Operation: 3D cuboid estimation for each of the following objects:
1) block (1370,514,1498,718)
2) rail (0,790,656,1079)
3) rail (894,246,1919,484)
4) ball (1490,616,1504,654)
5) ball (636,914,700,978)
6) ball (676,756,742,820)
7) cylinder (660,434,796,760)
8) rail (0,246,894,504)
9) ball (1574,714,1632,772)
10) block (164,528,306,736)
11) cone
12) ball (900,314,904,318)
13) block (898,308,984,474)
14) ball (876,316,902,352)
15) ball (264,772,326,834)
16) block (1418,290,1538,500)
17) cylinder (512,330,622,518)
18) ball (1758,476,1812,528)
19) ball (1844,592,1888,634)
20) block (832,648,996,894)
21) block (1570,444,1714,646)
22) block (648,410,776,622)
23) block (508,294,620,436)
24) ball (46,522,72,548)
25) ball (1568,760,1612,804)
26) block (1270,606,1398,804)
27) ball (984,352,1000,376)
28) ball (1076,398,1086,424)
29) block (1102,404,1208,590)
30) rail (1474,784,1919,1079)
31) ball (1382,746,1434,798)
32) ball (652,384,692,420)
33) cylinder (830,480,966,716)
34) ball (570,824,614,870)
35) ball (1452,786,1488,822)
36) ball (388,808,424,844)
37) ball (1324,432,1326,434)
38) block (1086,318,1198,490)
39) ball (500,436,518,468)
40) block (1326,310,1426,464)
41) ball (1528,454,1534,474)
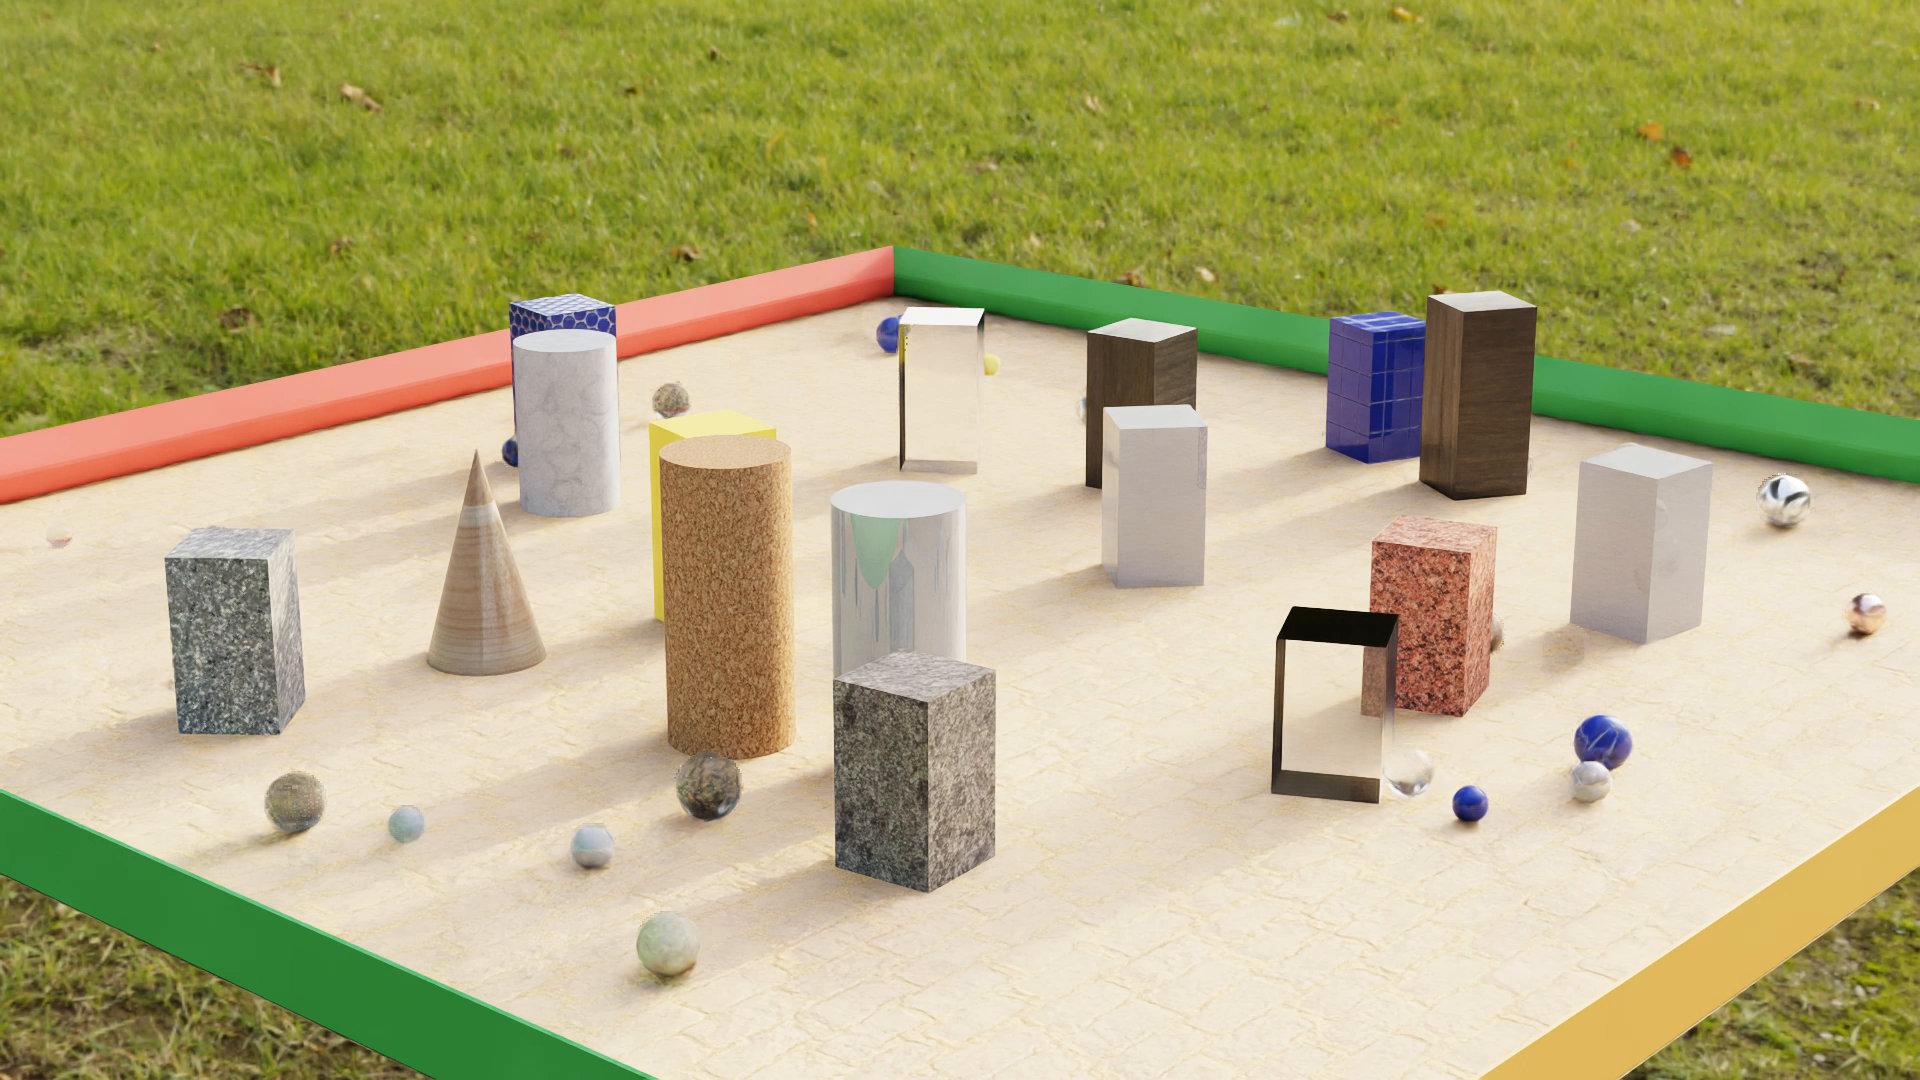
[{"bbox_3d":[0.739,0.117,4.598,0.156,0.266,0.156,8,18,24],"label":"block"},{"bbox_3d":[-1.154,0.416,3.848,3.552,0.127,0.045,14,22,39],"label":"rail"},{"bbox_3d":[1.154,-0.352,6.393,3.552,0.127,0.045,14,22,39],"label":"rail"},{"bbox_3d":[0.858,0.154,4.818,0.069,0.069,0.069,0,17,0],"label":"ball"},{"bbox_3d":[-0.363,0.504,3.643,0.078,0.078,0.078,0,17,0],"label":"ball"},{"bbox_3d":[-0.354,0.349,4.132,0.092,0.092,0.092,0,17,0],"label":"ball"},{"bbox_3d":[-0.346,0.084,4.391,0.195,0.449,0.195,0,17,0],"label":"cylinder"},{"bbox_3d":[-1.323,-0.300,6.220,0.045,0.127,3.568,14,22,39],"label":"rail"},{"bbox_3d":[0.945,0.298,4.311,0.086,0.086,0.086,0,17,0],"label":"ball"},{"bbox_3d":[-1.110,0.139,4.501,0.156,0.281,0.156,1,17,2],"label":"block"},{"bbox_3d":[-0.777,0.020,4.762,0.195,0.357,0.195,0,17,0],"label":"cone"},{"bbox_3d":[-0.137,-0.523,7.100,0.047,0.047,0.047,0,17,0],"label":"ball"},{"bbox_3d":[-0.036,-0.302,5.922,0.156,0.306,0.156,2,17,5],"label":"block"},{"bbox_3d":[-0.155,-0.484,6.904,0.086,0.086,0.086,0,17,0],"label":"ball"},{"bbox_3d":[-0.927,0.367,4.086,0.084,0.084,0.084,0,17,0],"label":"ball"},{"bbox_3d":[1.012,-0.284,5.740,0.156,0.375,0.156,-5,18,-17],"label":"block"},{"bbox_3d":[-0.754,-0.225,5.635,0.195,0.324,0.195,0,17,0],"label":"cylinder"},{"bbox_3d":[1.553,-0.072,5.519,0.098,0.098,0.098,0,17,0],"label":"ball"},{"bbox_3d":[1.520,0.123,4.921,0.069,0.069,0.069,0,17,0],"label":"ball"},{"bbox_3d":[-0.060,0.309,3.957,0.156,0.270,0.156,11,20,33],"label":"block"},{"bbox_3d":[1.145,0.006,4.932,0.156,0.286,0.156,-14,22,-40],"label":"block"},{"bbox_3d":[-0.414,-0.027,4.943,0.156,0.344,0.156,-11,20,-32],"label":"block"},{"bbox_3d":[-0.801,-0.320,5.949,0.156,0.323,0.156,-12,21,-35],"label":"block"},{"bbox_3d":[-1.657,-0.008,5.395,0.047,0.047,0.047,0,17,0],"label":"ball"},{"bbox_3d":[0.902,0.346,4.195,0.061,0.061,0.061,0,17,0],"label":"ball"},{"bbox_3d":[0.544,0.237,4.252,0.156,0.236,0.156,4,17,14],"label":"block"},{"bbox_3d":[0.065,-0.402,6.689,0.053,0.053,0.053,0,17,0],"label":"ball"},{"bbox_3d":[0.278,-0.276,6.258,0.061,0.061,0.061,0,17,0],"label":"ball"},{"bbox_3d":[0.343,-0.078,5.203,0.156,0.291,0.156,-2,17,-7],"label":"block"},{"bbox_3d":[1.323,0.363,4.020,0.045,0.127,3.568,14,22,39],"label":"rail"},{"bbox_3d":[0.644,0.332,4.207,0.073,0.073,0.073,0,17,0],"label":"ball"},{"bbox_3d":[-0.618,-0.294,6.277,0.084,0.084,0.084,0,17,0],"label":"ball"},{"bbox_3d":[-0.088,0.142,4.253,0.195,0.419,0.195,0,17,0],"label":"cylinder"},{"bbox_3d":[-0.497,0.415,3.968,0.060,0.060,0.060,0,17,0],"label":"ball"},{"bbox_3d":[0.718,0.371,4.127,0.052,0.052,0.052,0,17,0],"label":"ball"},{"bbox_3d":[-0.766,0.394,4.055,0.049,0.049,0.049,0,17,0],"label":"ball"},{"bbox_3d":[0.783,-0.224,6.119,0.042,0.042,0.042,0,17,0],"label":"ball"},{"bbox_3d":[0.357,-0.261,5.773,0.156,0.312,0.156,12,21,34],"label":"block"},{"bbox_3d":[-0.896,-0.179,5.933,0.064,0.064,0.064,0,17,0],"label":"ball"},{"bbox_3d":[0.863,-0.315,6.019,0.156,0.273,0.156,-8,19,-26],"label":"block"},{"bbox_3d":[1.110,-0.149,5.825,0.057,0.057,0.057,0,17,0],"label":"ball"}]
